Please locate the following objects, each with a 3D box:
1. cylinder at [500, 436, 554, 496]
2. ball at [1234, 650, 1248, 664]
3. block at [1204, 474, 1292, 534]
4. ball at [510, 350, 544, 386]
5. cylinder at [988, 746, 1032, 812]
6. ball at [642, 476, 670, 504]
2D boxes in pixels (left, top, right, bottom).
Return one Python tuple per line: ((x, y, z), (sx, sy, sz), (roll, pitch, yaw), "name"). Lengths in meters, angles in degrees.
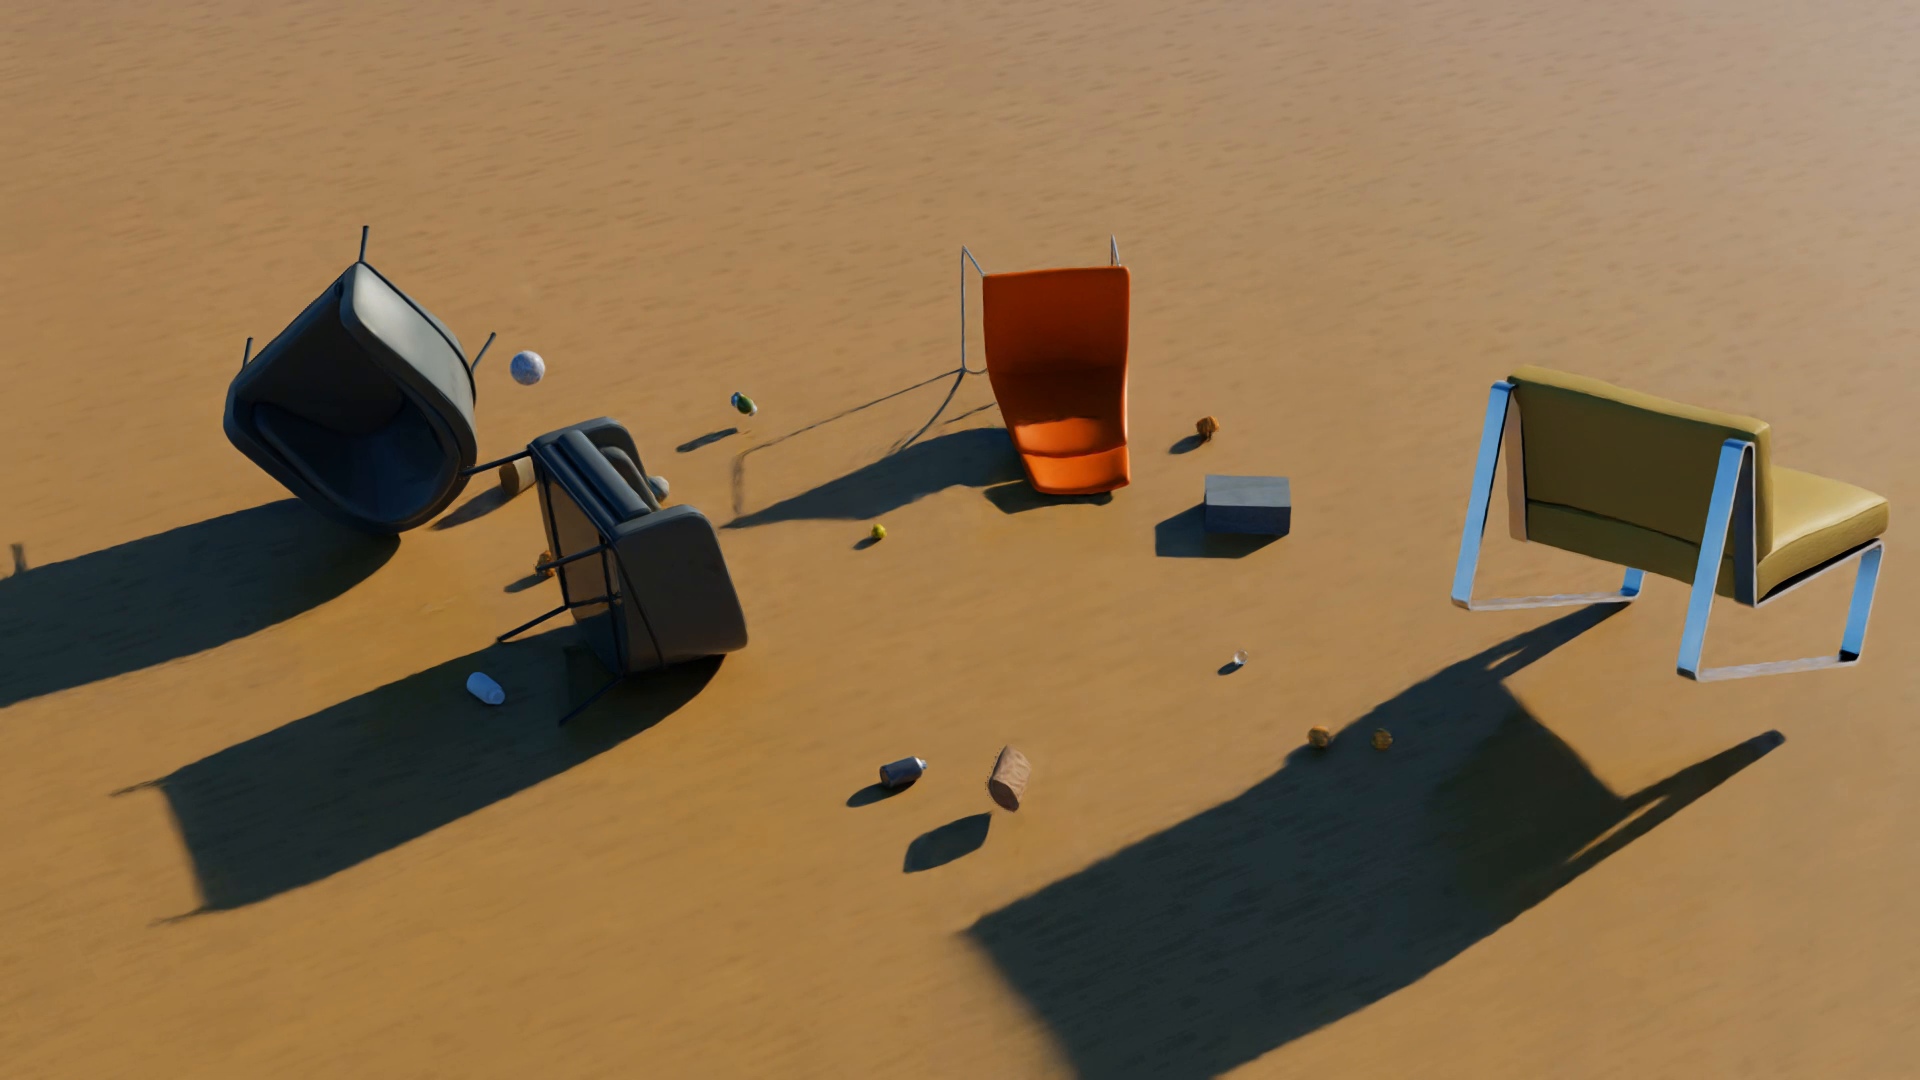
((-1.657, -0.281, 11.218), (0.098, 0.170, 0.201), (26, 41, 24), "cylinder")
((0.985, 0.410, 10.276), (0.050, 0.050, 0.050), (0, 33, 0), "ball")
((1.080, -0.134, 11.038), (0.315, 0.121, 0.212), (1, 33, 2), "block")
((-1.713, -0.681, 11.606), (0.137, 0.137, 0.137), (0, 33, 0), "ball")
((0.163, 0.777, 9.534), (0.081, 0.142, 0.163), (-21, 27, 33), "cylinder")
((-1.155, -0.191, 11.138), (0.106, 0.106, 0.106), (0, 33, 0), "ball")
